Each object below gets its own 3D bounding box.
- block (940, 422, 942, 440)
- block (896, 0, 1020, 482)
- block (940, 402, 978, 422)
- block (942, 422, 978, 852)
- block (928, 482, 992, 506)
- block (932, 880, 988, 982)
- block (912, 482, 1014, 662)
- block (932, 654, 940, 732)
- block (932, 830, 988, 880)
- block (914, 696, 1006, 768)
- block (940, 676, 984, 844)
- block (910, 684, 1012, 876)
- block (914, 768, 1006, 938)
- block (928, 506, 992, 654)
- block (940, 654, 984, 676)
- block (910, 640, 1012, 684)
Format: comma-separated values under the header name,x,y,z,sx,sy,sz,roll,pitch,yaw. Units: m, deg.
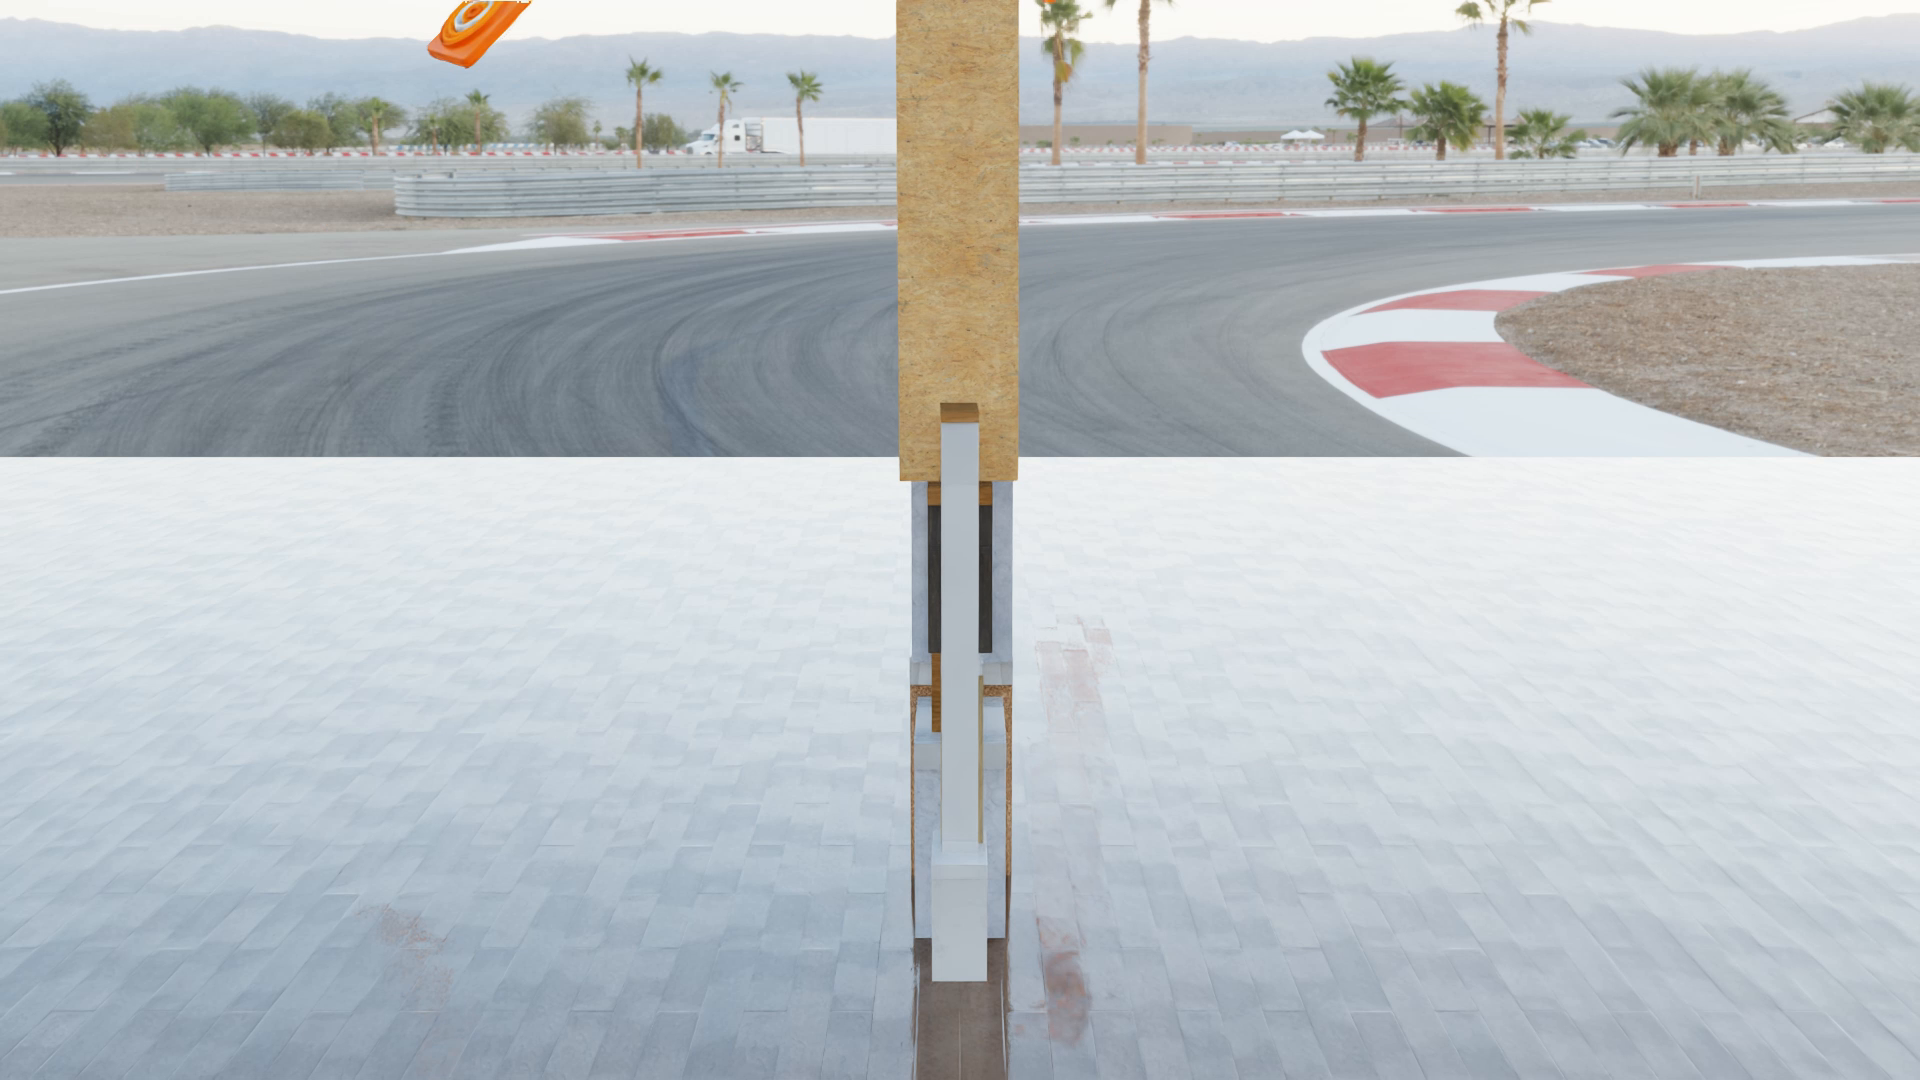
name,x,y,z,sx,sy,sz,roll,pitch,yaw
block,-0.001,-0.132,3.263,0.054,0.109,0.015,0,11,0
block,-0.003,-0.475,3.284,0.180,0.776,0.051,0,11,0
block,-0.001,-0.187,3.216,0.054,0.015,0.109,0,11,-1
block,0.000,0.147,3.242,0.054,0.650,0.015,0,11,0
block,0.000,-0.083,3.374,0.097,0.028,0.194,0,11,0
block,-0.001,0.577,3.287,0.082,0.165,0.023,0,11,0
block,0.003,0.035,3.606,0.165,0.330,0.047,0,11,0
block,-0.004,0.220,3.443,0.080,0.160,0.023,0,11,0
block,-0.001,0.475,3.323,0.082,0.023,0.165,0,11,0
block,0.000,0.307,3.526,0.142,0.040,0.284,0,11,0
block,0.003,0.328,3.323,0.064,0.264,0.018,0,11,0
block,0.002,0.400,3.751,0.172,0.344,0.049,0,11,0
block,0.000,0.484,3.462,0.142,0.284,0.040,0,11,0
block,0.000,0.056,3.334,0.097,0.231,0.028,0,11,0
block,0.003,0.182,3.339,0.064,0.018,0.128,0,10,0
block,0.002,0.186,3.828,0.172,0.049,0.344,0,11,0
